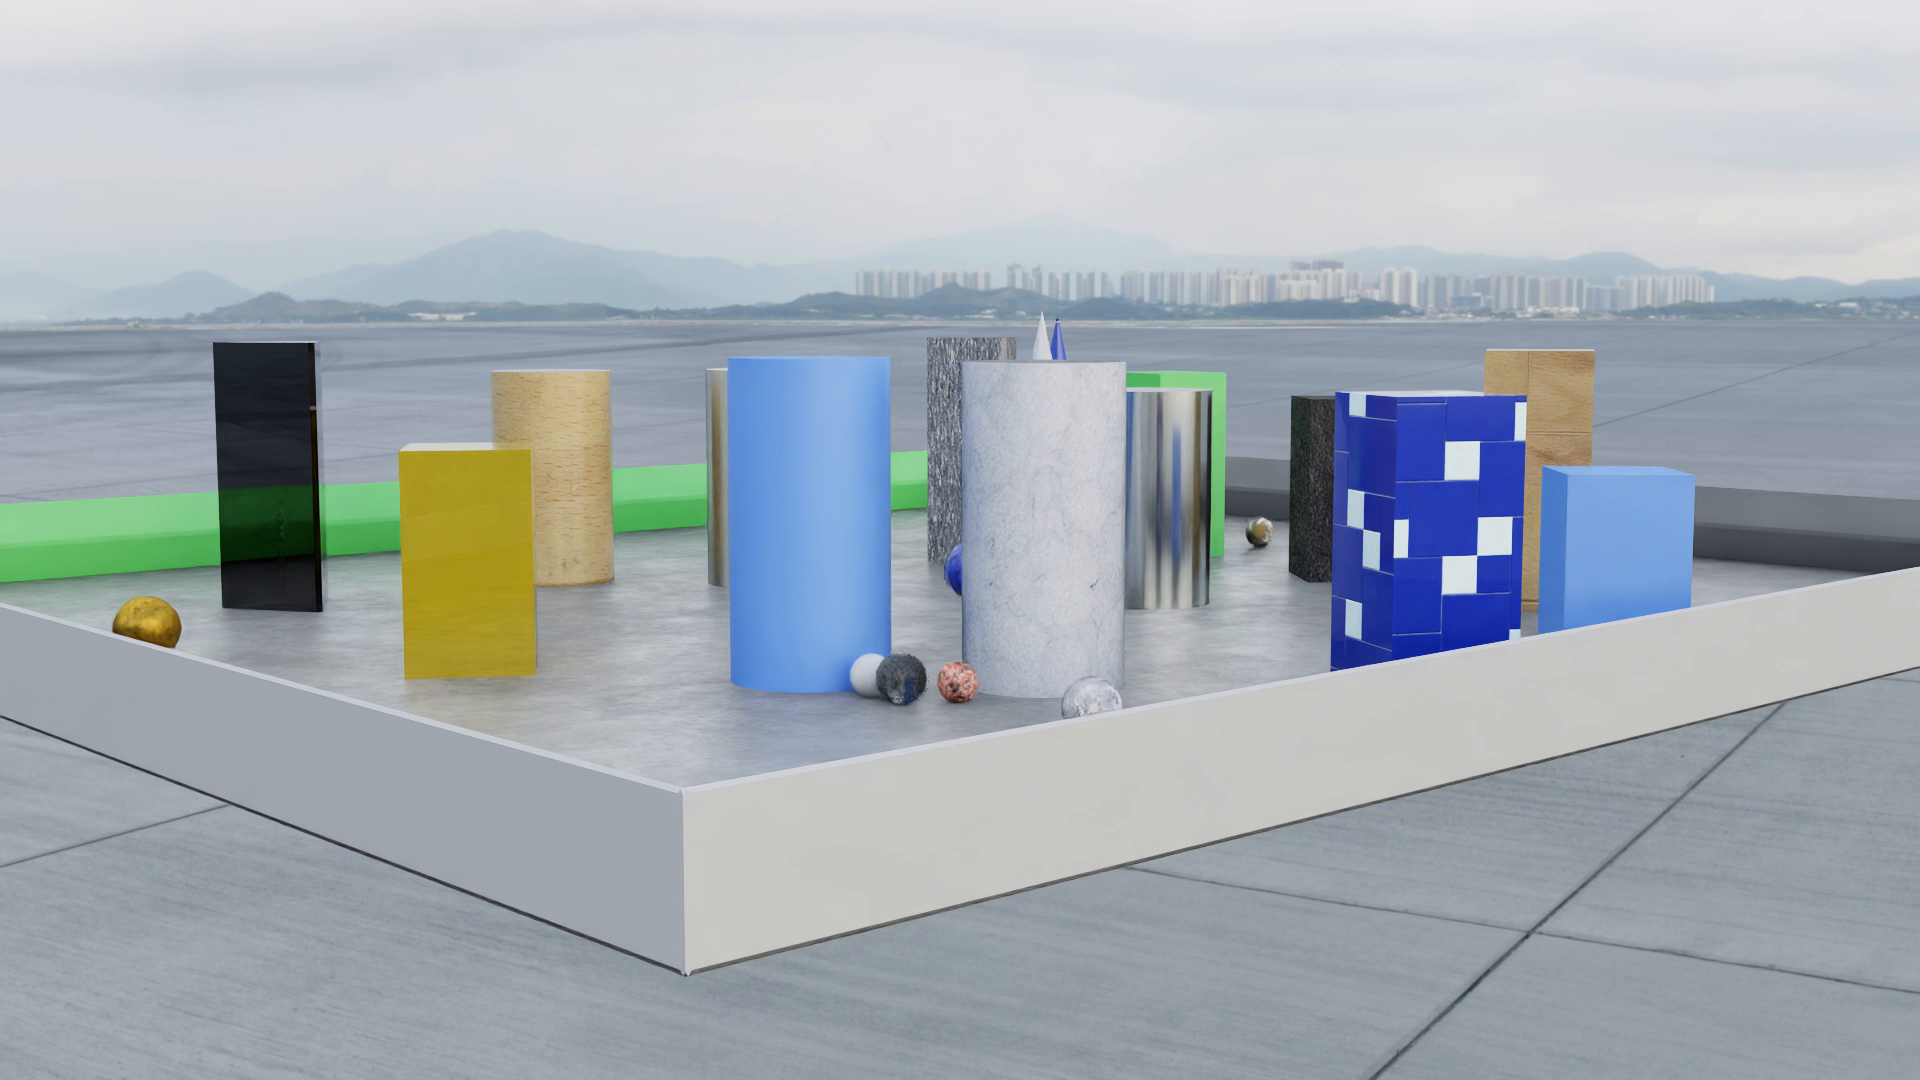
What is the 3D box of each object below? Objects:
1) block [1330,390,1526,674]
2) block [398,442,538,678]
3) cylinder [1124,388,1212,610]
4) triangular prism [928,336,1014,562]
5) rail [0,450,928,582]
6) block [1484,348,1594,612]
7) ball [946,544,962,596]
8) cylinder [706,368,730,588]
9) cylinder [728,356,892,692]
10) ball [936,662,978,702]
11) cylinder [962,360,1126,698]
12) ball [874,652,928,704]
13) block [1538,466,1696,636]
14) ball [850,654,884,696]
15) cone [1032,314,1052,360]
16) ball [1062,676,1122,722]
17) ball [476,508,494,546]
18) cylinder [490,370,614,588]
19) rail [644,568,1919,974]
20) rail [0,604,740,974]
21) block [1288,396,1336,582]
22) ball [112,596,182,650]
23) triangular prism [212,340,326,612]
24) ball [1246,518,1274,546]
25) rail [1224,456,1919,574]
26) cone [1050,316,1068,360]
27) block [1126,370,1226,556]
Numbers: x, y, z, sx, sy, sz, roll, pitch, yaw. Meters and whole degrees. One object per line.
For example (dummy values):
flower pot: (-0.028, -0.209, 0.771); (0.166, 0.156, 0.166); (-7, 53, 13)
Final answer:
block: (0.523, 0.011, 2.473); (0.155, 0.351, 0.155); (-2, 6, -15)
block: (-0.607, 0.021, 2.731); (0.155, 0.276, 0.155); (-1, 6, -9)
cylinder: (0.285, -0.067, 3.347); (0.194, 0.323, 0.194); (0, 6, 0)
triangular prism: (0.053, -0.160, 3.886); (0.168, 0.395, 0.145); (5, 8, 37)
rail: (-0.835, -0.062, 4.232); (2.817, 0.126, 0.045); (-6, 8, -42)
block: (0.866, -0.093, 3.303); (0.155, 0.384, 0.155); (2, 6, 15)
ball: (0.025, 0.046, 3.370); (0.093, 0.093, 0.093); (0, 6, 0)
cylinder: (-0.316, -0.105, 3.590); (0.194, 0.348, 0.194); (0, 6, 0)
cylinder: (-0.180, -0.025, 2.638); (0.194, 0.387, 0.194); (0, 6, 0)
ball: (-0.003, 0.161, 2.498); (0.047, 0.047, 0.047); (0, 6, 0)
cylinder: (0.099, -0.019, 2.606); (0.194, 0.383, 0.194); (0, 6, 0)
ball: (-0.067, 0.156, 2.484); (0.059, 0.059, 0.059); (0, 6, 0)
block: (0.835, 0.031, 2.808); (0.155, 0.241, 0.155); (0, 6, 3)
ball: (-0.102, 0.156, 2.533); (0.050, 0.050, 0.050); (0, 6, 0)
cone: (0.109, -0.084, 2.935); (0.194, 0.443, 0.194); (0, 6, 0)
ball: (0.137, 0.174, 2.294); (0.064, 0.064, 0.064); (0, 6, 0)
ball: (-0.874, -0.023, 4.132); (0.073, 0.073, 0.073); (0, 6, 0)
cylinder: (-0.668, -0.105, 3.610); (0.194, 0.345, 0.194); (0, 6, 0)
rail: (0.835, 0.127, 2.432); (2.817, 0.126, 0.045); (-6, 8, -42)
rail: (-1.018, 0.131, 2.398); (0.045, 0.126, 2.511); (-6, 8, -42)
block: (0.642, -0.088, 3.660); (0.155, 0.299, 0.155); (0, 6, -3)
ball: (-1.032, 0.112, 2.790); (0.083, 0.083, 0.083); (0, 6, 0)
triangular prism: (-1.003, -0.100, 3.314); (0.168, 0.396, 0.145); (2, 6, 17)
ball: (0.564, -0.015, 4.138); (0.054, 0.054, 0.054); (0, 6, 0)
rail: (1.018, -0.065, 4.266); (0.045, 0.126, 2.511); (-6, 8, -42)
cone: (0.184, -0.210, 4.173); (0.194, 0.435, 0.194); (0, 6, 0)
block: (0.370, -0.138, 3.986); (0.155, 0.331, 0.155); (-4, 7, -35)
